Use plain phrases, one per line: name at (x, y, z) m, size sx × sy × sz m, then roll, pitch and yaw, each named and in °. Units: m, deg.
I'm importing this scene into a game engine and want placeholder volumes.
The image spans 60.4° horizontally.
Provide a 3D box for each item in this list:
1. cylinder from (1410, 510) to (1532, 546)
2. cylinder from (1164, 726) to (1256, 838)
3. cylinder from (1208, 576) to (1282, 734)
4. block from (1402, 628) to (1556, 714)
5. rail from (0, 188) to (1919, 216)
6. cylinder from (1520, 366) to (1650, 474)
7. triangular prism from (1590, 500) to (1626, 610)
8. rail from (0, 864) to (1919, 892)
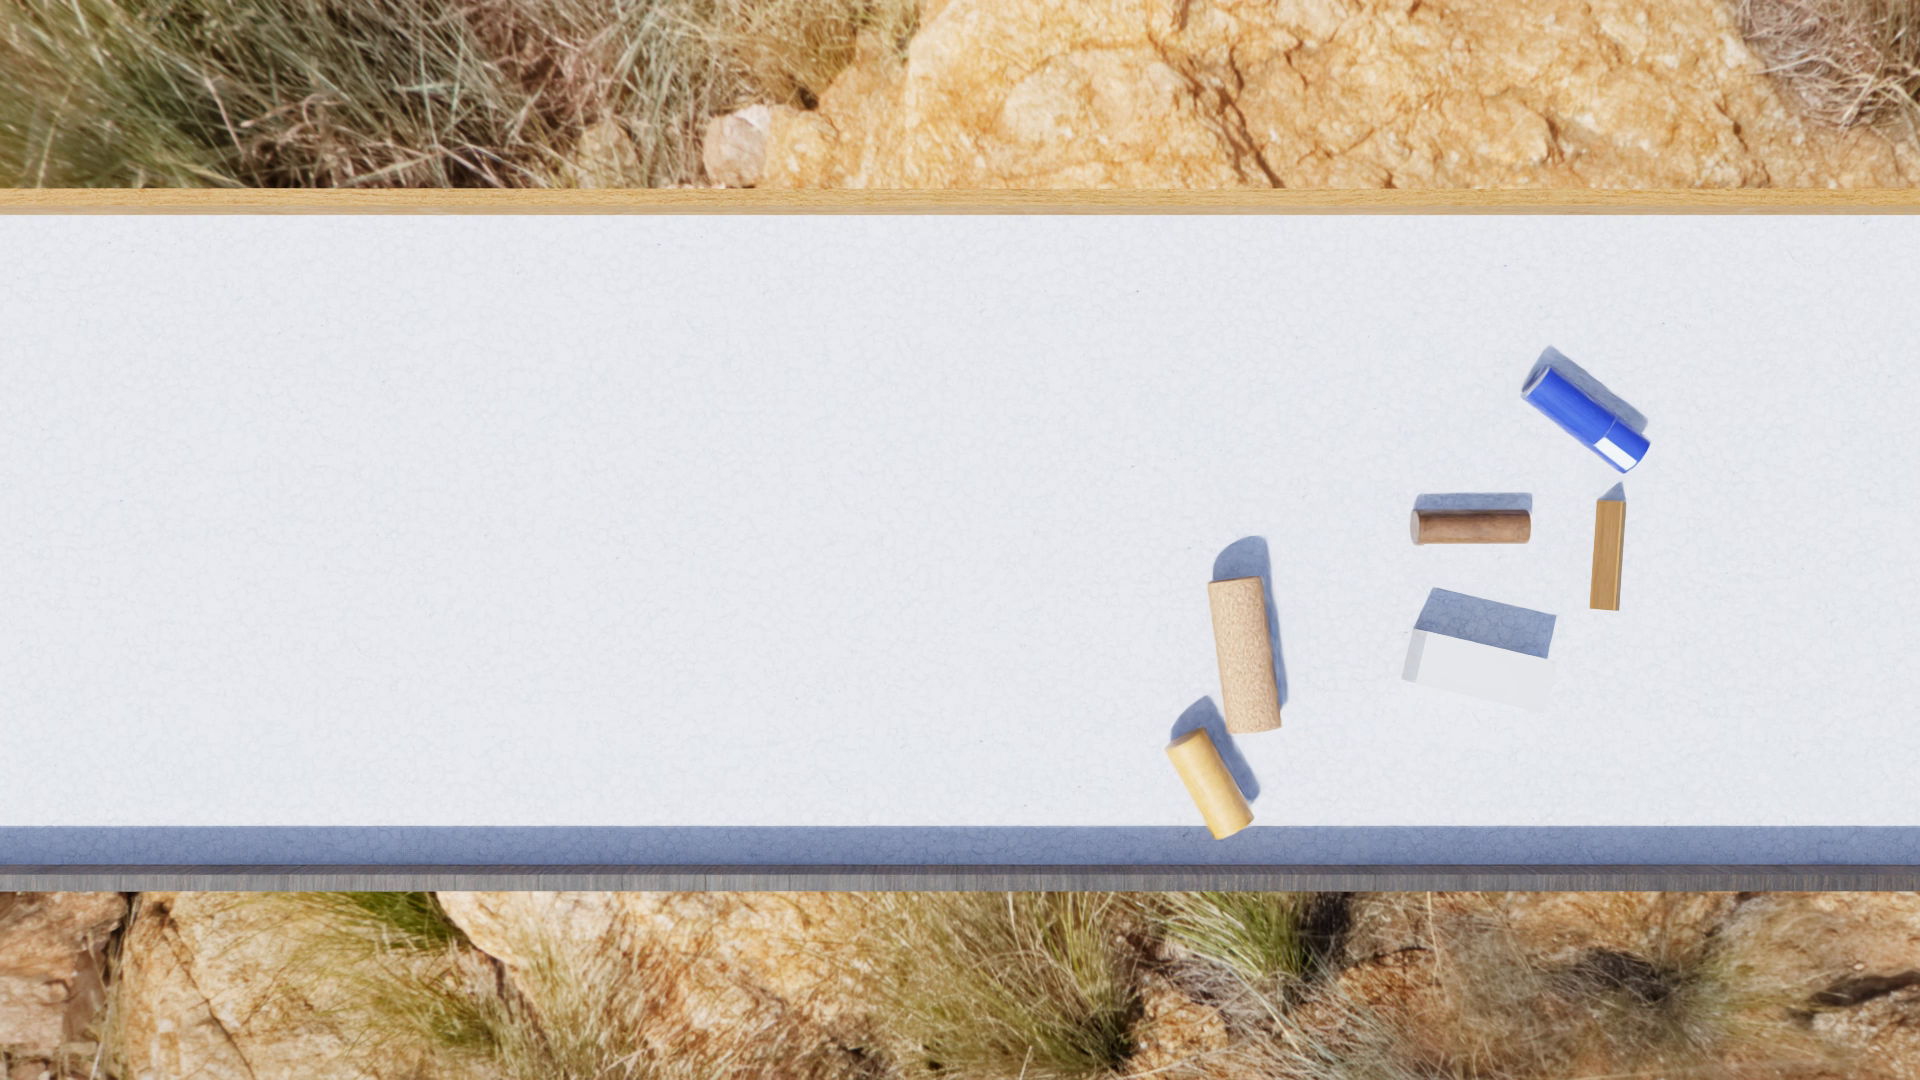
cylinder at (1.554, -0.038, 5.025) m, size 0.338 × 0.104 × 0.104 m, roll 0°, pitch 90°, yaw 0°
cylinder at (0.758, 0.737, 5.007) m, size 0.139 × 0.139 × 0.310 m, roll -30°, pitch 90°, yaw 0°
cylinder at (0.863, 0.346, 4.995) m, size 0.164 × 0.164 × 0.457 m, roll -8°, pitch 90°, yaw 0°
block at (1.567, 0.395, 4.997) m, size 0.393 × 0.159 × 0.159 m, roll 13°, pitch 90°, yaw 0°
rail at (-2.247, -1.025, 5.002) m, size 12.000 × 0.150 × 0.050 m, roll 0°, pitch 90°, yaw 0°
cylinder at (1.900, -0.366, 5.013) m, size 0.381 × 0.126 × 0.126 m, roll 37°, pitch 90°, yaw 0°
triangular prism at (1.993, 0.048, 5.035) m, size 0.090 × 0.078 × 0.333 m, roll 4°, pitch 90°, yaw 0°
rail at (-2.247, 1.025, 5.001) m, size 12.000 × 0.150 × 0.050 m, roll 0°, pitch 90°, yaw 0°
